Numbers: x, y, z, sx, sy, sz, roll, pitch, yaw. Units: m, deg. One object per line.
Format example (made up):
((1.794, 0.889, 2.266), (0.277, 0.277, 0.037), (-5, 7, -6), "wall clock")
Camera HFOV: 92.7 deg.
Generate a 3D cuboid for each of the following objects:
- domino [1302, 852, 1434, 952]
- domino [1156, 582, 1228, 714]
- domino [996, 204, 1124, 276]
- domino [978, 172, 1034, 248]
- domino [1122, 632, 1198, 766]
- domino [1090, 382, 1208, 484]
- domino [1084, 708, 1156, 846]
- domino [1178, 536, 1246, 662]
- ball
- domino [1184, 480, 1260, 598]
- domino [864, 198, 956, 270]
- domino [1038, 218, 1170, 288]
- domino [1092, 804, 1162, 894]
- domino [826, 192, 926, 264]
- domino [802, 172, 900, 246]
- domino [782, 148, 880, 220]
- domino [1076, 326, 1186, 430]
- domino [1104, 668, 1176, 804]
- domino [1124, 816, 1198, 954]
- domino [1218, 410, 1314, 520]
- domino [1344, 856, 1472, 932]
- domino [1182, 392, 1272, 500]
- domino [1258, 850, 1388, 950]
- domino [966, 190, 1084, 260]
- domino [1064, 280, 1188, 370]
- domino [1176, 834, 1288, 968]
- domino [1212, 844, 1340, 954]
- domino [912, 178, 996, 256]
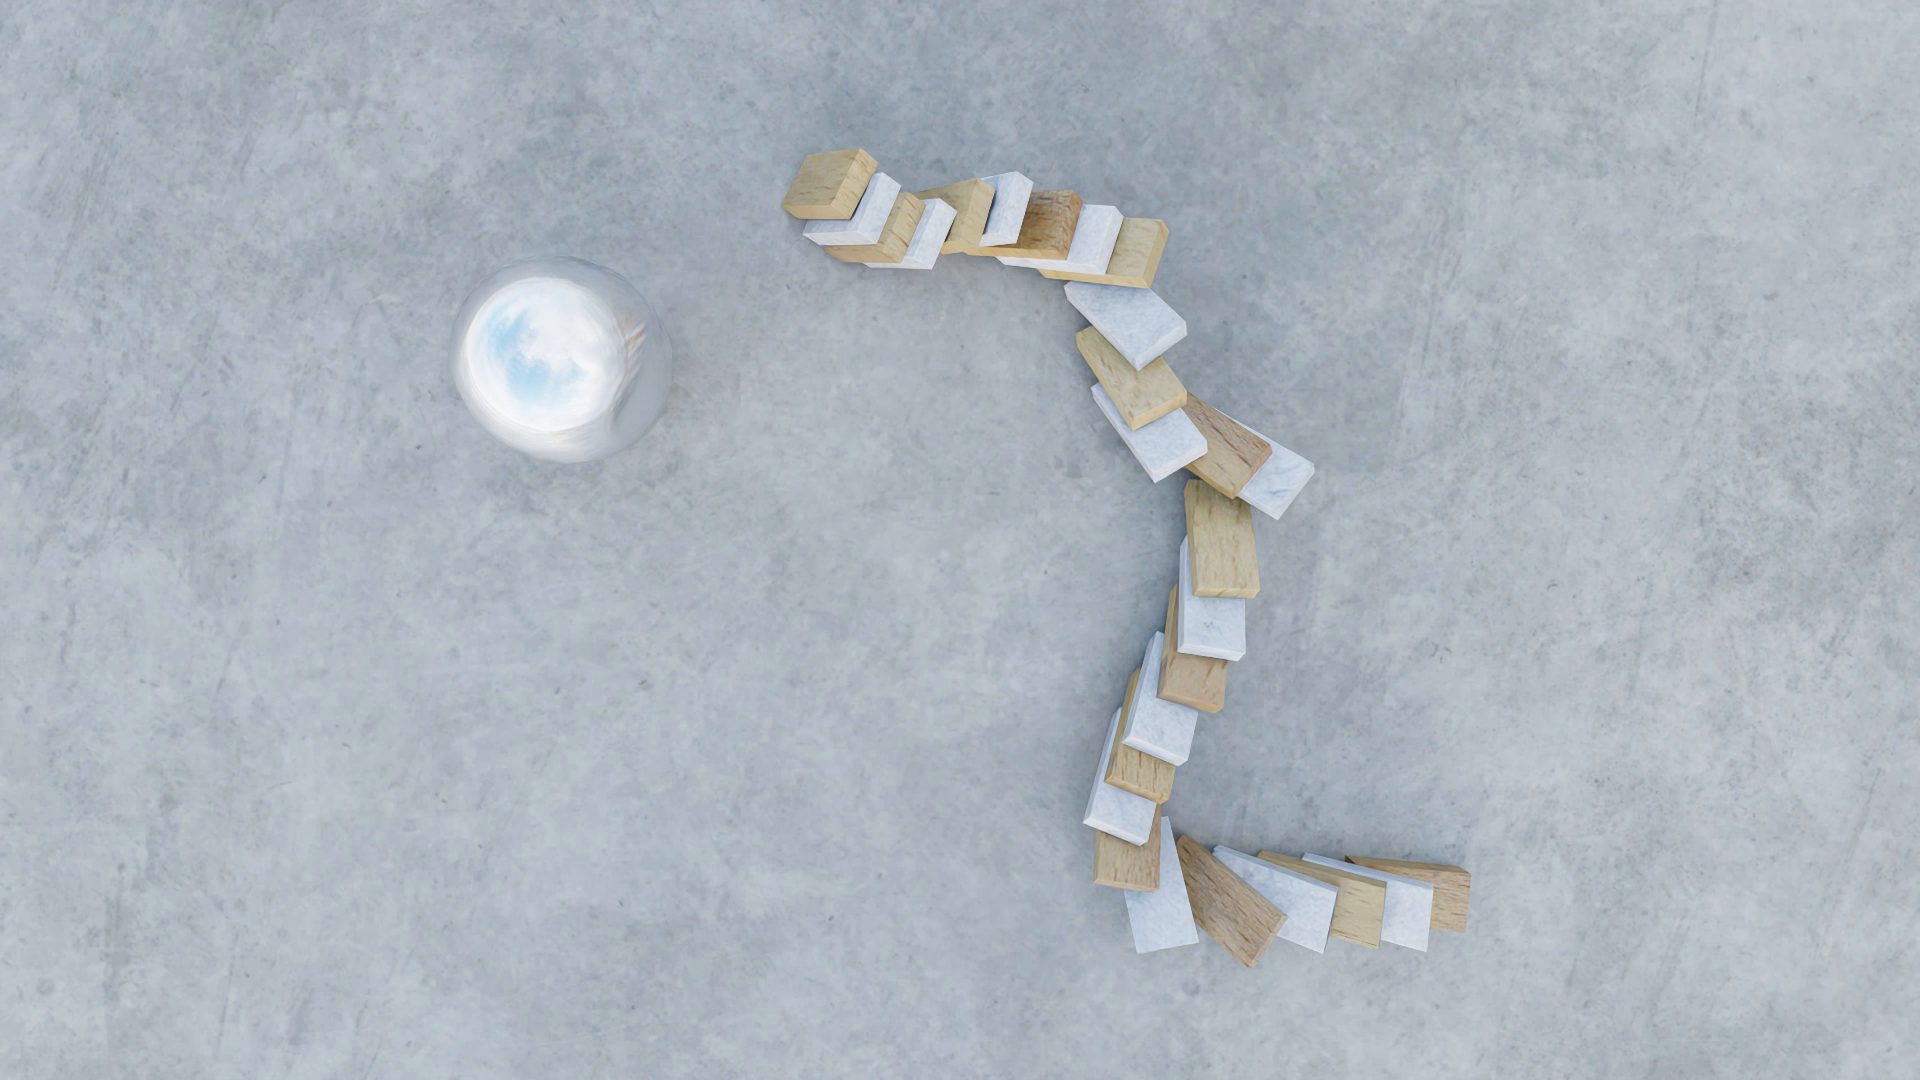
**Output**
((0.169, 0.151, 0.384), (0.050, 0.010, 0.025), (6, 90, 29), "domino")
((0.099, 0.045, 0.384), (0.025, 0.009, 0.050), (15, 61, 0), "domino")
((0.040, -0.126, 0.382), (0.050, 0.009, 0.025), (18, 90, 34), "domino")
((0.007, -0.135, 0.378), (0.009, 0.050, 0.025), (16, 90, -40), "domino")
((0.087, 0.066, 0.383), (0.025, 0.009, 0.050), (23, 58, 1), "domino")
((0.079, -0.051, 0.384), (0.025, 0.009, 0.050), (-31, 62, 2), "domino")
((0.071, 0.098, 0.383), (0.025, 0.010, 0.050), (22, 58, 1), "domino")
((0.105, 0.024, 0.384), (0.025, 0.010, 0.050), (9, 62, 0), "domino")
((-0.155, -0.070, 0.360), (0.080, 0.080, 0.080), (0, 90, 0), "ball")
((0.109, -0.001, 0.385), (0.025, 0.009, 0.050), (2, 64, 0), "domino")
((-0.023, -0.126, 0.377), (0.010, 0.050, 0.025), (23, 90, -38), "domino")
((0.059, -0.121, 0.382), (0.050, 0.010, 0.025), (17, 87, 33), "domino")
((0.070, 0.119, 0.383), (0.025, 0.009, 0.050), (10, 58, 0), "domino")
((-0.036, -0.128, 0.377), (0.009, 0.050, 0.025), (23, 90, -38), "domino")
((-0.045, -0.136, 0.377), (0.009, 0.050, 0.025), (23, 90, -38), "domino")
((-0.055, -0.146, 0.377), (0.009, 0.050, 0.025), (27, 90, -38), "domino")
((0.071, -0.072, 0.384), (0.025, 0.010, 0.050), (-26, 62, 0), "domino")
((0.079, 0.081, 0.383), (0.025, 0.009, 0.050), (22, 58, 0), "domino")
((0.081, 0.144, 0.383), (0.025, 0.009, 0.050), (-12, 61, 6), "domino")
((0.119, -0.033, 0.383), (0.050, 0.010, 0.025), (38, 89, 30), "domino")
((0.192, 0.152, 0.395), (0.050, 0.009, 0.025), (6, 90, 0), "domino")
((0.102, -0.042, 0.383), (0.050, 0.010, 0.025), (41, 91, 30), "domino")
((0.150, 0.150, 0.383), (0.050, 0.009, 0.025), (7, 90, 30), "domino")
((0.024, -0.132, 0.382), (0.050, 0.010, 0.025), (15, 89, 34), "domino")
((0.069, -0.096, 0.384), (0.025, 0.010, 0.050), (-37, 63, 0), "domino")
((0.107, 0.149, 0.380), (0.050, 0.010, 0.025), (35, 92, 39), "domino")
((0.129, 0.149, 0.383), (0.050, 0.009, 0.025), (12, 90, 30), "domino")
((-0.008, -0.131, 0.377), (0.009, 0.050, 0.025), (16, 90, -38), "domino")
